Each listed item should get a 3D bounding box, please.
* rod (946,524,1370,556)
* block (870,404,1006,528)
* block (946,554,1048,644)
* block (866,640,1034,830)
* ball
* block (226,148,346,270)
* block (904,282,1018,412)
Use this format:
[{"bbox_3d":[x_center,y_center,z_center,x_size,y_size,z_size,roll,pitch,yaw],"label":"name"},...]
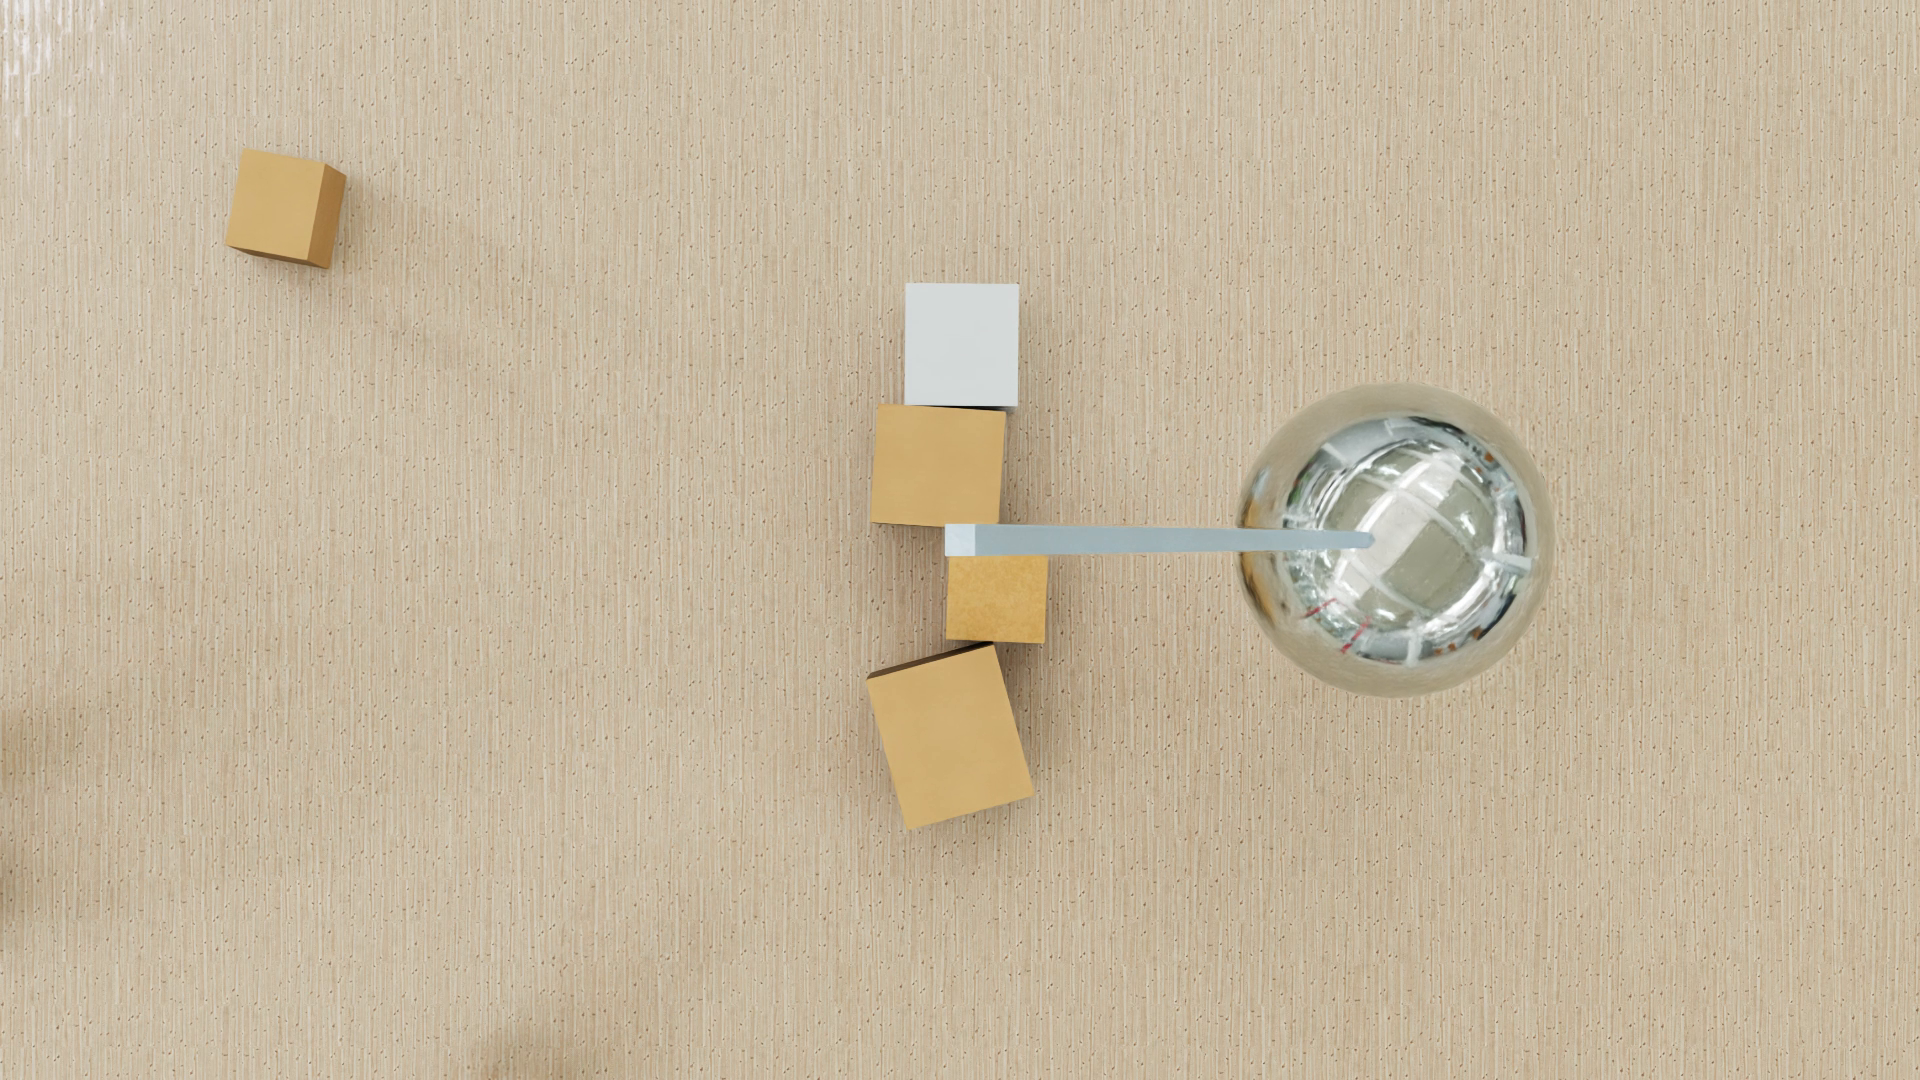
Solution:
[{"bbox_3d":[0.944,0.000,7.913,0.080,5.200,0.080,0,90,21],"label":"rod"},{"bbox_3d":[-0.124,-0.411,12.683,0.720,0.634,0.671,4,90,0],"label":"block"},{"bbox_3d":[0.212,0.262,12.732,0.558,0.536,0.624,2,90,0],"label":"block"},{"bbox_3d":[-0.055,1.105,12.648,0.744,0.704,0.872,-15,90,0],"label":"block"},{"bbox_3d":[2.178,0.000,11.081,1.600,1.600,1.600,0,90,0],"label":"ball"},{"bbox_3d":[-3.911,-1.919,12.777,0.476,0.445,0.565,11,90,0],"label":"block"},{"bbox_3d":[0.009,-1.101,12.694,0.636,0.613,0.688,1,90,0],"label":"block"}]
